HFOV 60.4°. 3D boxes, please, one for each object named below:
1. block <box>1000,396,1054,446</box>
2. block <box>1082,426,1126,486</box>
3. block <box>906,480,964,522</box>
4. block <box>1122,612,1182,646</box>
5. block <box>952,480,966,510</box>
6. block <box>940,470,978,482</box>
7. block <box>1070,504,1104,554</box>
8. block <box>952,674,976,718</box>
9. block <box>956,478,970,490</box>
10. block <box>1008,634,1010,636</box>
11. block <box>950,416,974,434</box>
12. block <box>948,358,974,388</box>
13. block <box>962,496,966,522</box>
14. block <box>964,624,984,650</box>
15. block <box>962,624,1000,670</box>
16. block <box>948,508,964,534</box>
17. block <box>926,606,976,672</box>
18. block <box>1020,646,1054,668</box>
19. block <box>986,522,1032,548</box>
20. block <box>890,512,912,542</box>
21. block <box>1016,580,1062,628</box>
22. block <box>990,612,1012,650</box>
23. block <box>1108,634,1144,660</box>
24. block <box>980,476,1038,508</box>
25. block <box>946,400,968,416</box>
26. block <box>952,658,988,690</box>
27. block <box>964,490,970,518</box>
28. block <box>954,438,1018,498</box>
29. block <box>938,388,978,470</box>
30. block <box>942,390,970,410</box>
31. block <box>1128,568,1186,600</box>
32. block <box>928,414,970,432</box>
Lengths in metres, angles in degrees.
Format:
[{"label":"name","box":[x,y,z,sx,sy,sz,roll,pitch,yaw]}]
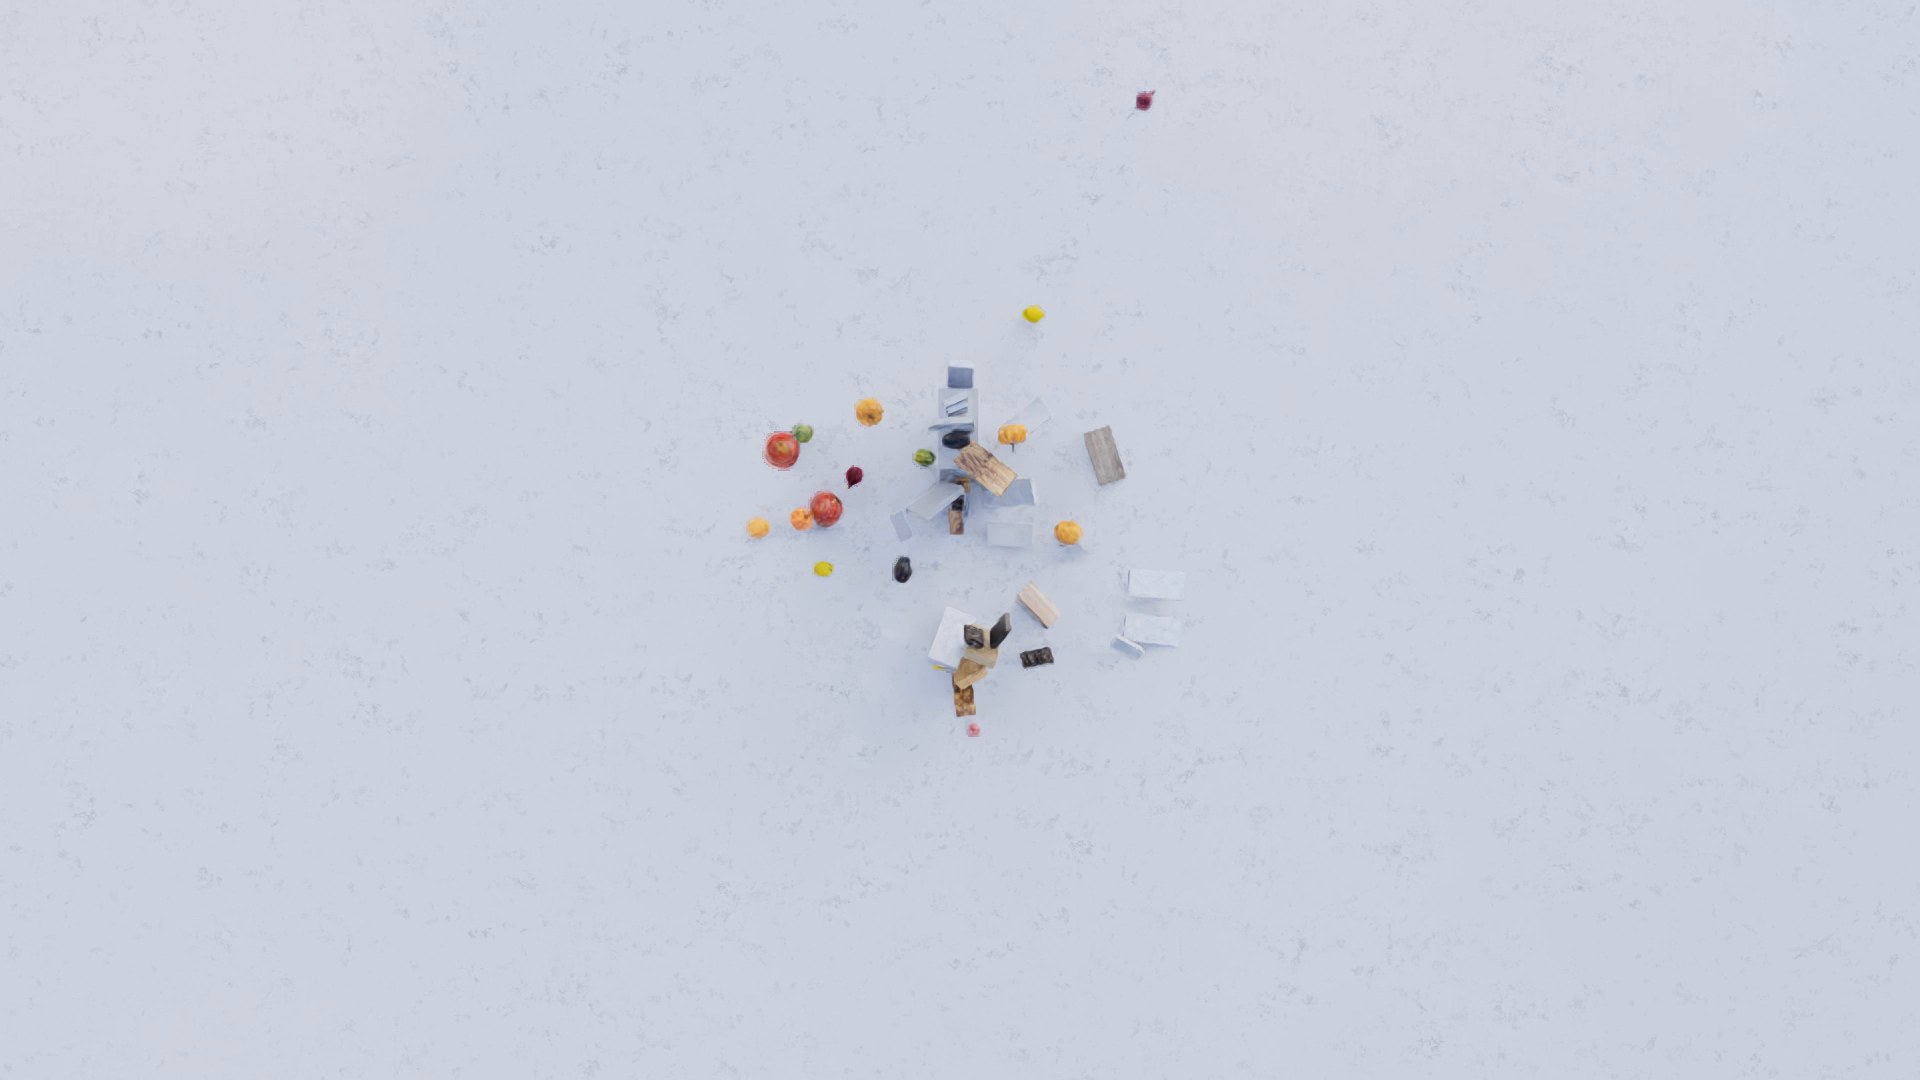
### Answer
[{"label":"block","box":[0.219,-0.386,5.374,0.158,0.022,0.079,-38,86,7]},{"label":"block","box":[0.481,-0.280,5.487,0.092,0.026,0.184,-18,90,0]},{"label":"block","box":[-0.081,-0.129,5.350,0.185,0.092,0.026,-37,129,-33]},{"label":"block","box":[0.638,0.297,5.487,0.185,0.026,0.092,6,90,0]},{"label":"block","box":[-0.008,-0.145,5.414,0.048,0.014,0.095,3,101,40]},{"label":"block","box":[-0.003,-0.238,5.372,0.127,0.255,0.036,-3,76,0]},{"label":"block","box":[0.423,-0.039,5.489,0.075,0.021,0.149,-17,90,0]},{"label":"block","box":[0.012,0.493,5.321,0.063,0.365,0.018,-8,105,0]},{"label":"block","box":[0.008,-0.167,5.460,0.048,0.095,0.014,-1,48,0]},{"label":"block","box":[0.131,0.291,5.312,0.015,0.104,0.052,10,70,-24]},{"label":"block","box":[0.009,-0.359,5.140,0.067,0.133,0.019,-3,81,3]},{"label":"block","box":[0.002,-0.489,5.278,0.079,0.449,0.022,5,77,1]},{"label":"block","box":[-0.006,-0.104,5.465,0.046,0.013,0.093,4,122,1]},{"label":"block","box":[0.044,0.310,5.307,0.063,0.127,0.018,22,107,-7]},{"label":"block","box":[0.072,0.343,5.343,0.104,0.209,0.030,24,111,-4]},{"label":"block","box":[-0.013,-0.062,5.471,0.046,0.013,0.093,-4,119,1]},{"label":"block","box":[-0.028,0.326,5.429,0.104,0.030,0.209,21,56,0]},{"label":"block","box":[0.256,0.391,5.493,0.104,0.015,0.052,-13,90,0]},{"label":"block","box":[0.165,-0.018,5.489,0.149,0.021,0.075,4,90,0]},{"label":"block","box":[-0.195,-0.045,5.493,0.046,0.013,0.093,-24,90,0]},{"label":"block","box":[0.261,0.214,5.474,0.149,0.021,0.075,47,63,0]},{"label":"block","box":[0.128,0.291,5.268,0.018,0.127,0.063,11,55,-20]},{"label":"block","box":[0.552,0.354,5.469,0.104,0.052,0.015,28,49,-7]},{"label":"block","box":[0.162,-0.159,5.428,0.188,0.026,0.092,-3,109,31]},{"label":"block","box":[-0.009,-0.410,5.143,0.067,0.133,0.019,-23,91,0]},{"label":"block","box":[0.028,0.423,5.395,0.104,0.209,0.030,-30,104,0]},{"label":"block","box":[0.008,-0.122,5.469,0.048,0.014,0.095,6,122,0]},{"label":"block","box":[0.080,-0.225,5.180,0.185,0.026,0.092,38,90,10]},{"label":"block","box":[-0.004,-0.353,5.227,0.127,0.036,0.255,0,90,0]},{"label":"block","box":[-0.013,-0.434,5.130,0.079,0.158,0.022,-24,91,0]},{"label":"block","box":[0.653,0.147,5.487,0.185,0.026,0.092,4,90,0]},{"label":"block","box":[-0.035,-0.369,5.175,0.133,0.067,0.019,-11,80,0]}]
